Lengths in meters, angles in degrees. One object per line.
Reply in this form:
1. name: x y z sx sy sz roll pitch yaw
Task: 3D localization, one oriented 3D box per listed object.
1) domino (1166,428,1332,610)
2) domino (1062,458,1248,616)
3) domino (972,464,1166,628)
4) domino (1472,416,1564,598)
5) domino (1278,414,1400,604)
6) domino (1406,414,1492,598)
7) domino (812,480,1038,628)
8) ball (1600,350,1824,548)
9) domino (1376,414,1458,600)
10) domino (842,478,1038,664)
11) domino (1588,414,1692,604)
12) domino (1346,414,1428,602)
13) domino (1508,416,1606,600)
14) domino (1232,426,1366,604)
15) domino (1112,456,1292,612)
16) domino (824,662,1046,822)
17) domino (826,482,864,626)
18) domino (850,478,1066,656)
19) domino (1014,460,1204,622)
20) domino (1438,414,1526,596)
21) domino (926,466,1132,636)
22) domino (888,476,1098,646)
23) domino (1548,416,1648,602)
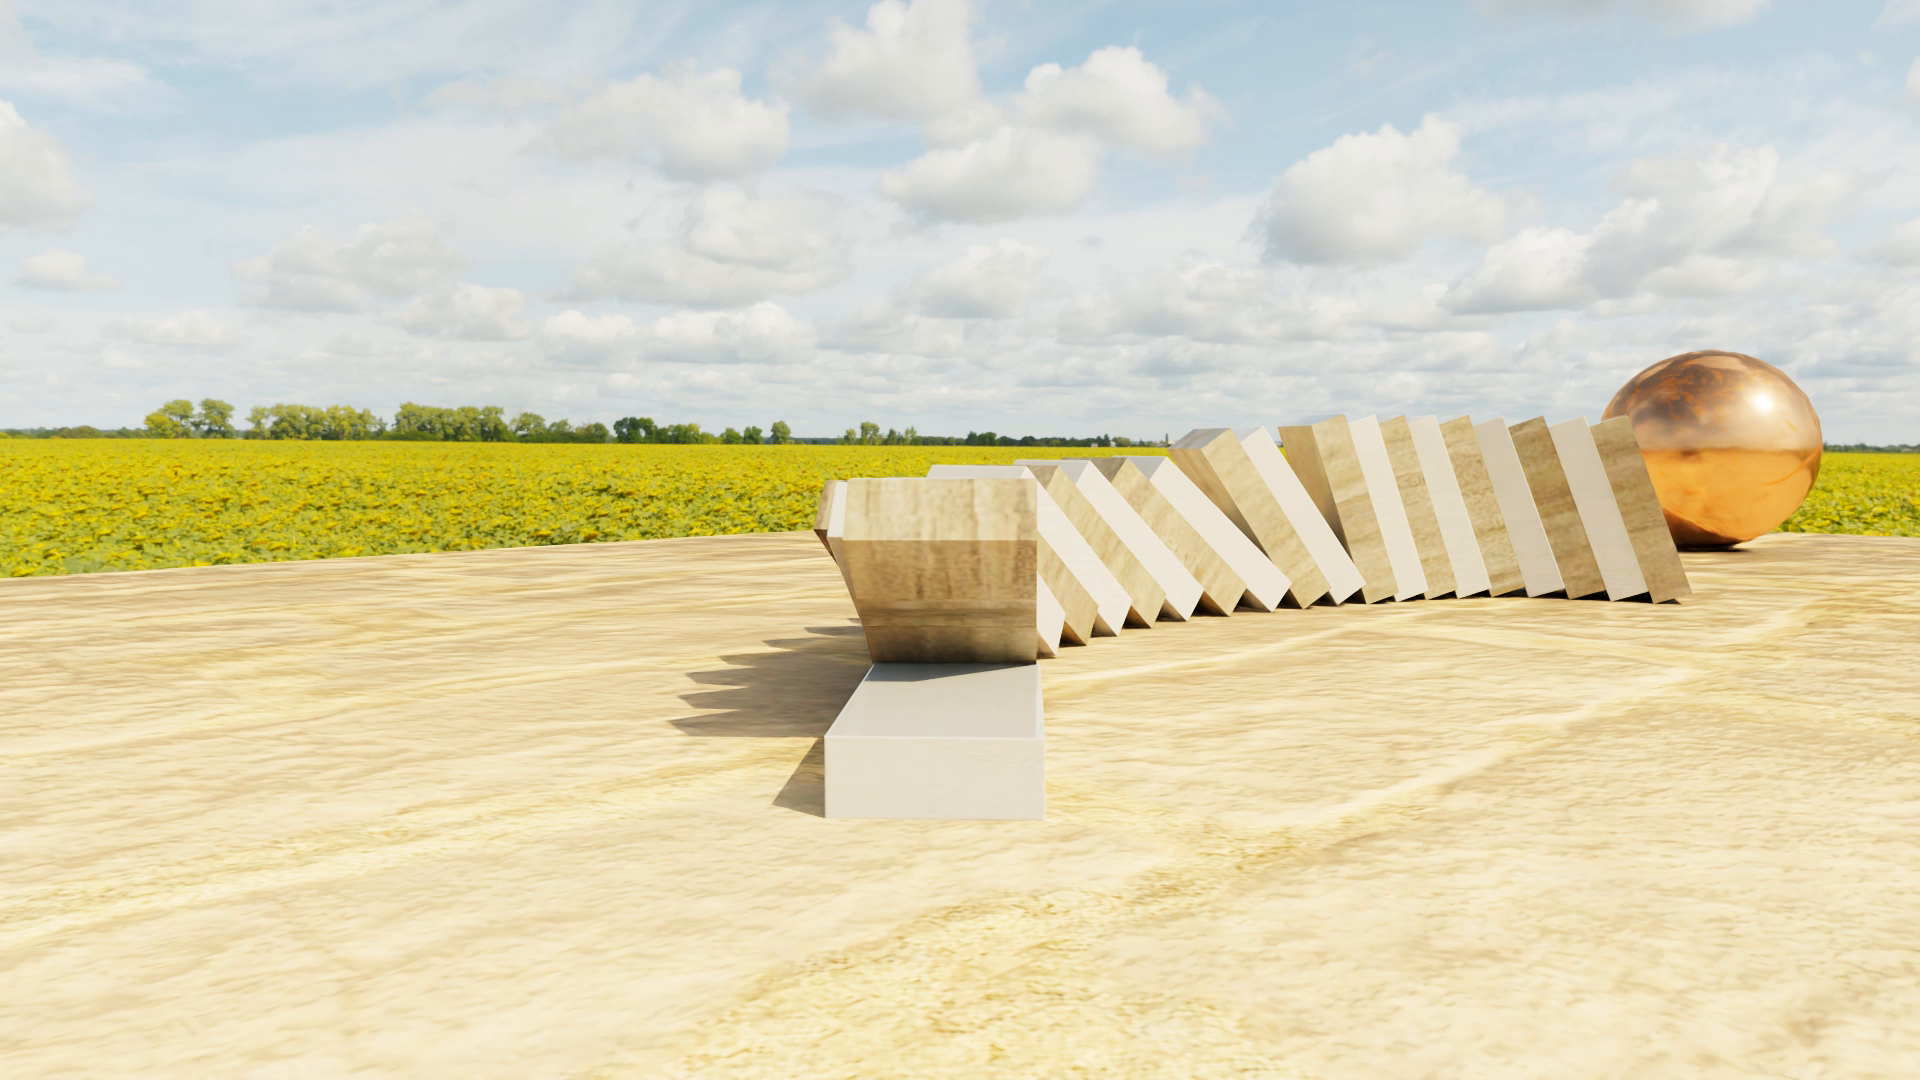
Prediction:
1. domino: 0.076 -0.006 0.338 0.010 0.050 0.025 -36 10 -6
2. domino: 0.046 -0.001 0.316 0.050 0.010 0.025 43 -18 -27
3. domino: 0.024 0.002 0.291 0.025 0.010 0.050 4 -32 44
4. domino: 0.158 -0.010 0.365 0.009 0.050 0.025 -20 -4 22
5. domino: 0.103 -0.009 0.350 0.010 0.050 0.025 -19 6 -5
6. domino: 0.134 -0.010 0.363 0.010 0.050 0.025 -19 3 6
7. domino: -0.005 0.007 0.226 0.025 0.010 0.050 1 -31 18
8. ball: 0.301 -0.036 0.519 0.080 0.080 0.080 0 4 0
9. domino: 0.123 -0.010 0.360 0.010 0.050 0.025 -19 5 -2
10. domino: -0.001 0.009 0.188 0.025 0.010 0.050 0 -31 3
11. domino: 0.186 -0.009 0.353 0.009 0.050 0.025 -20 -4 22
12. domino: 0.112 -0.009 0.355 0.010 0.050 0.025 -19 6 -4
13. domino: 0.168 -0.010 0.362 0.010 0.050 0.025 -20 -4 22
14. domino: 0.086 -0.007 0.344 0.010 0.050 0.025 -35 7 -5
15. domino: 0.059 -0.002 0.327 0.050 0.009 0.025 42 -13 -21
16. domino: -0.002 0.025 0.170 0.025 0.010 0.050 0 4 3
17. domino: -0.003 0.009 0.207 0.025 0.010 0.050 1 -31 9
18. domino: 0.000 0.006 0.243 0.025 0.010 0.050 1 -30 27
19. domino: 0.034 0.000 0.305 0.025 0.009 0.050 5 -32 51
20. domino: 0.145 -0.010 0.366 0.010 0.050 0.025 -19 2 6
21. domino: 0.015 0.003 0.277 0.025 0.010 0.050 4 -32 40
22. domino: 0.006 0.005 0.261 0.025 0.010 0.050 3 -29 34
23. domino: 0.177 -0.009 0.357 0.010 0.050 0.025 -20 -4 22
